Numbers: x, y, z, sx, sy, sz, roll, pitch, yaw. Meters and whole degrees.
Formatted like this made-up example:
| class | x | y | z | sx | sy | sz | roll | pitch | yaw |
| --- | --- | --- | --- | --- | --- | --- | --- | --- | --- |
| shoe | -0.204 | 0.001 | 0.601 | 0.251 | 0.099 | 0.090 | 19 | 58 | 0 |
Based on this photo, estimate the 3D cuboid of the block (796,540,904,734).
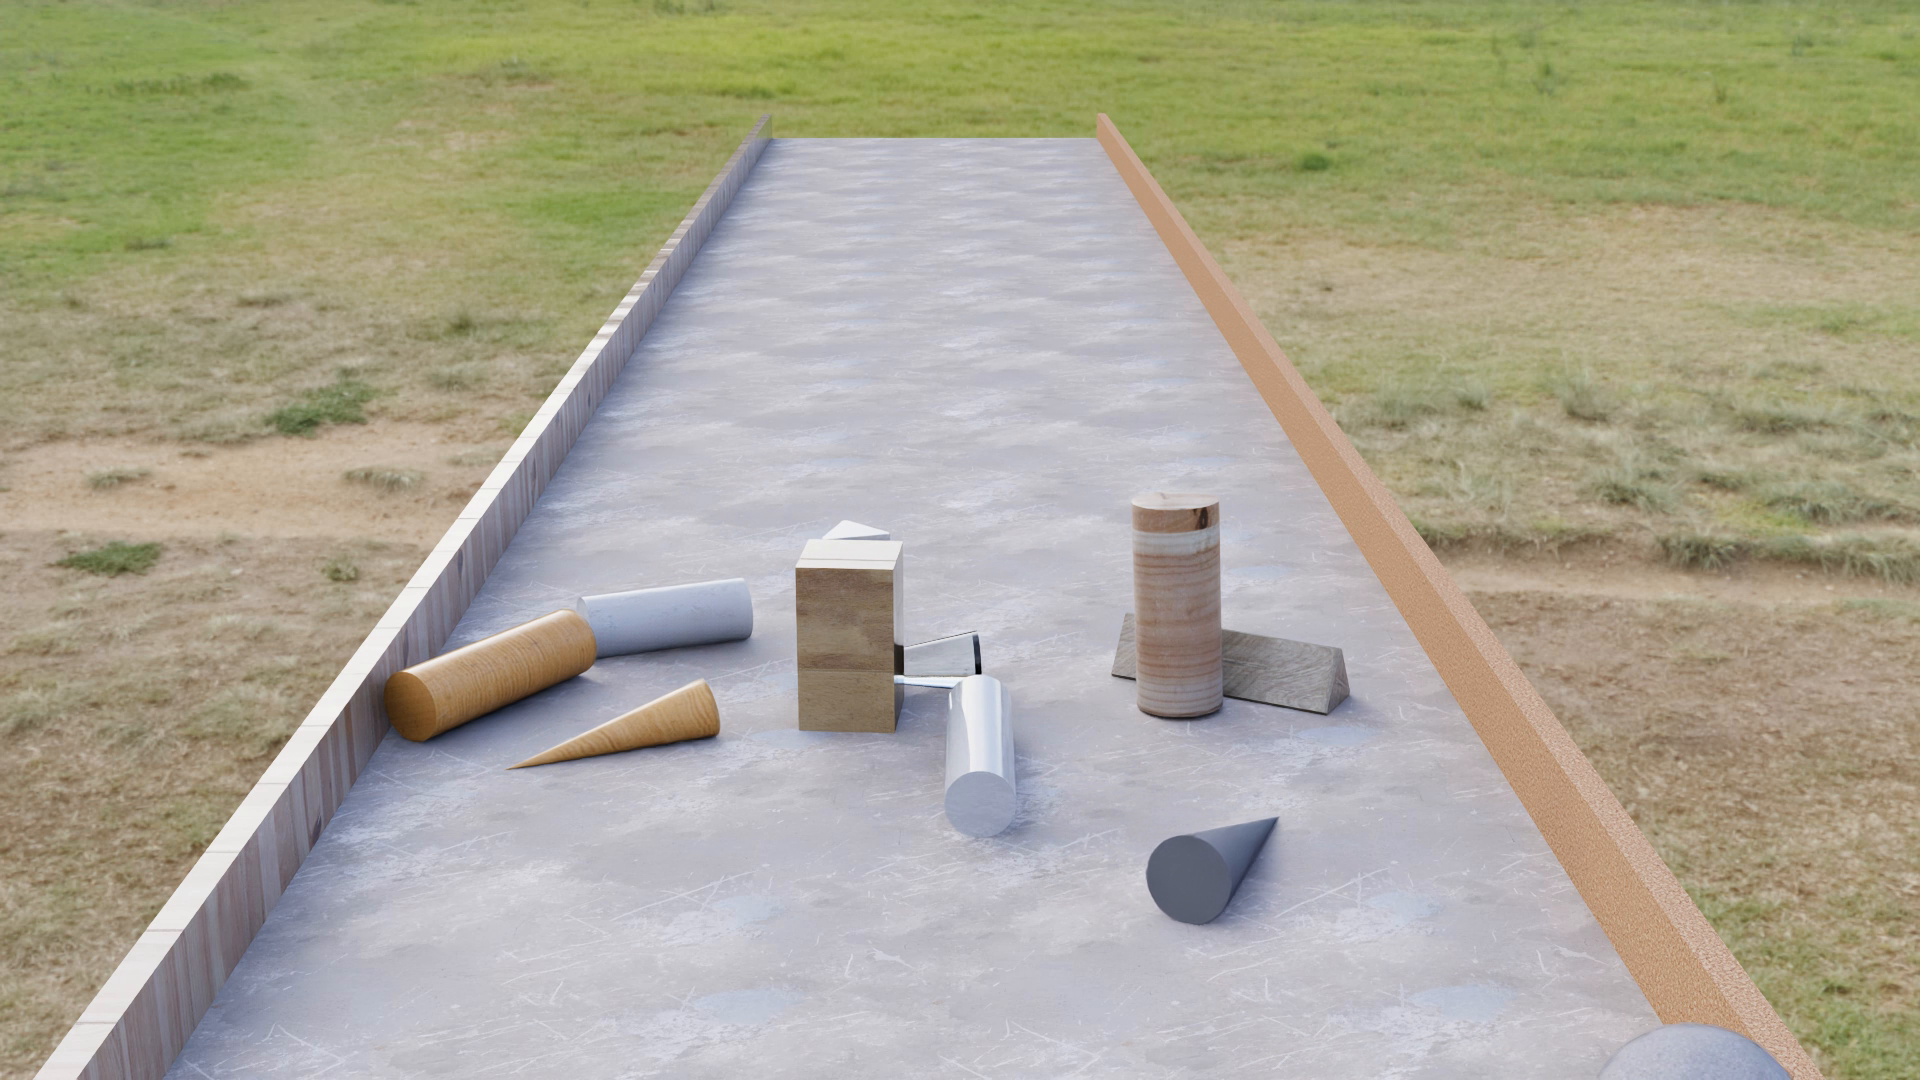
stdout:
| class | x | y | z | sx | sy | sz | roll | pitch | yaw |
| --- | --- | --- | --- | --- | --- | --- | --- | --- | --- |
| block | -0.202 | 0.177 | 4.080 | 0.177 | 0.315 | 0.177 | 1 | 17 | 4 |

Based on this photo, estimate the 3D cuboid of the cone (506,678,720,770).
| class | x | y | z | sx | sy | sz | roll | pitch | yaw |
| --- | --- | --- | --- | --- | --- | --- | --- | --- | --- |
| cone | -0.632 | 0.355 | 3.939 | 0.391 | 0.108 | 0.108 | -16 | 22 | -23 |

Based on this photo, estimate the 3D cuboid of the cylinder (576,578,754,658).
| class | x | y | z | sx | sy | sz | roll | pitch | yaw |
| --- | --- | --- | --- | --- | --- | --- | --- | --- | --- |
| cylinder | -0.600 | 0.158 | 4.469 | 0.334 | 0.129 | 0.129 | -7 | 18 | -22 |

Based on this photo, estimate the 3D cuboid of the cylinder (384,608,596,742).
| class | x | y | z | sx | sy | sz | roll | pitch | yaw |
| --- | --- | --- | --- | --- | --- | --- | --- | --- | --- |
| cylinder | -0.880 | 0.250 | 4.150 | 0.134 | 0.134 | 0.428 | 10 | 19 | 31 |

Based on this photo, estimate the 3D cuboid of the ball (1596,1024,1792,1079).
| class | x | y | z | sx | sy | sz | roll | pitch | yaw |
| --- | --- | --- | --- | --- | --- | --- | --- | --- | --- |
| ball | 0.840 | 0.679 | 2.508 | 0.248 | 0.248 | 0.248 | 0 | 17 | 0 |

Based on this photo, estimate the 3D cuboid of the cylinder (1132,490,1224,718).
| class | x | y | z | sx | sy | sz | roll | pitch | yaw |
| --- | --- | --- | --- | --- | --- | --- | --- | --- | --- |
| cylinder | 0.408 | 0.118 | 4.119 | 0.163 | 0.395 | 0.163 | -3 | 14 | 1 |

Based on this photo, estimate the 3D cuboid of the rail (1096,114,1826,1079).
| class | x | y | z | sx | sy | sz | roll | pitch | yaw |
| --- | --- | --- | --- | --- | --- | --- | --- | --- | --- |
| rail | 0.932 | -0.844 | 7.801 | 0.050 | 0.150 | 12.000 | 0 | 17 | -1 |

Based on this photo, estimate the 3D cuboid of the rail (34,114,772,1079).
| class | x | y | z | sx | sy | sz | roll | pitch | yaw |
| --- | --- | --- | --- | --- | --- | --- | --- | --- | --- |
| rail | -1.118 | -0.838 | 7.780 | 0.050 | 0.150 | 12.000 | 0 | 17 | -1 |

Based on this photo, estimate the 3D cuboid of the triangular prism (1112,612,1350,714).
| class | x | y | z | sx | sy | sz | roll | pitch | yaw |
| --- | --- | --- | --- | --- | --- | --- | --- | --- | --- |
| triangular prism | 0.523 | 0.227 | 4.258 | 0.444 | 0.111 | 0.129 | 9 | 19 | 28 |

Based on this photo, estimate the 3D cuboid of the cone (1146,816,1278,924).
| class | x | y | z | sx | sy | sz | roll | pitch | yaw |
| --- | --- | --- | --- | --- | --- | --- | --- | --- | --- |
| cone | 0.437 | 0.484 | 3.480 | 0.135 | 0.135 | 0.437 | 8 | 10 | 25 |

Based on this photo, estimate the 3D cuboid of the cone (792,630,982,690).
| class | x | y | z | sx | sy | sz | roll | pitch | yaw |
| --- | --- | --- | --- | --- | --- | --- | --- | --- | --- |
| cone | -0.146 | 0.244 | 4.220 | 0.366 | 0.119 | 0.119 | -4 | 17 | -4 |

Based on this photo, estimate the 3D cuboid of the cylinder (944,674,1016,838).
| class | x | y | z | sx | sy | sz | roll | pitch | yaw |
| --- | --- | --- | --- | --- | --- | --- | --- | --- | --- |
| cylinder | 0.034 | 0.365 | 3.792 | 0.118 | 0.118 | 0.452 | 0 | 17 | 0 |

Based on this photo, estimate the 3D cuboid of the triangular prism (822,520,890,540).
| class | x | y | z | sx | sy | sz | roll | pitch | yaw |
| --- | --- | --- | --- | --- | --- | --- | --- | --- | --- |
| triangular prism | -0.207 | 0.125 | 4.264 | 0.129 | 0.308 | 0.112 | -5 | 17 | -13 |
